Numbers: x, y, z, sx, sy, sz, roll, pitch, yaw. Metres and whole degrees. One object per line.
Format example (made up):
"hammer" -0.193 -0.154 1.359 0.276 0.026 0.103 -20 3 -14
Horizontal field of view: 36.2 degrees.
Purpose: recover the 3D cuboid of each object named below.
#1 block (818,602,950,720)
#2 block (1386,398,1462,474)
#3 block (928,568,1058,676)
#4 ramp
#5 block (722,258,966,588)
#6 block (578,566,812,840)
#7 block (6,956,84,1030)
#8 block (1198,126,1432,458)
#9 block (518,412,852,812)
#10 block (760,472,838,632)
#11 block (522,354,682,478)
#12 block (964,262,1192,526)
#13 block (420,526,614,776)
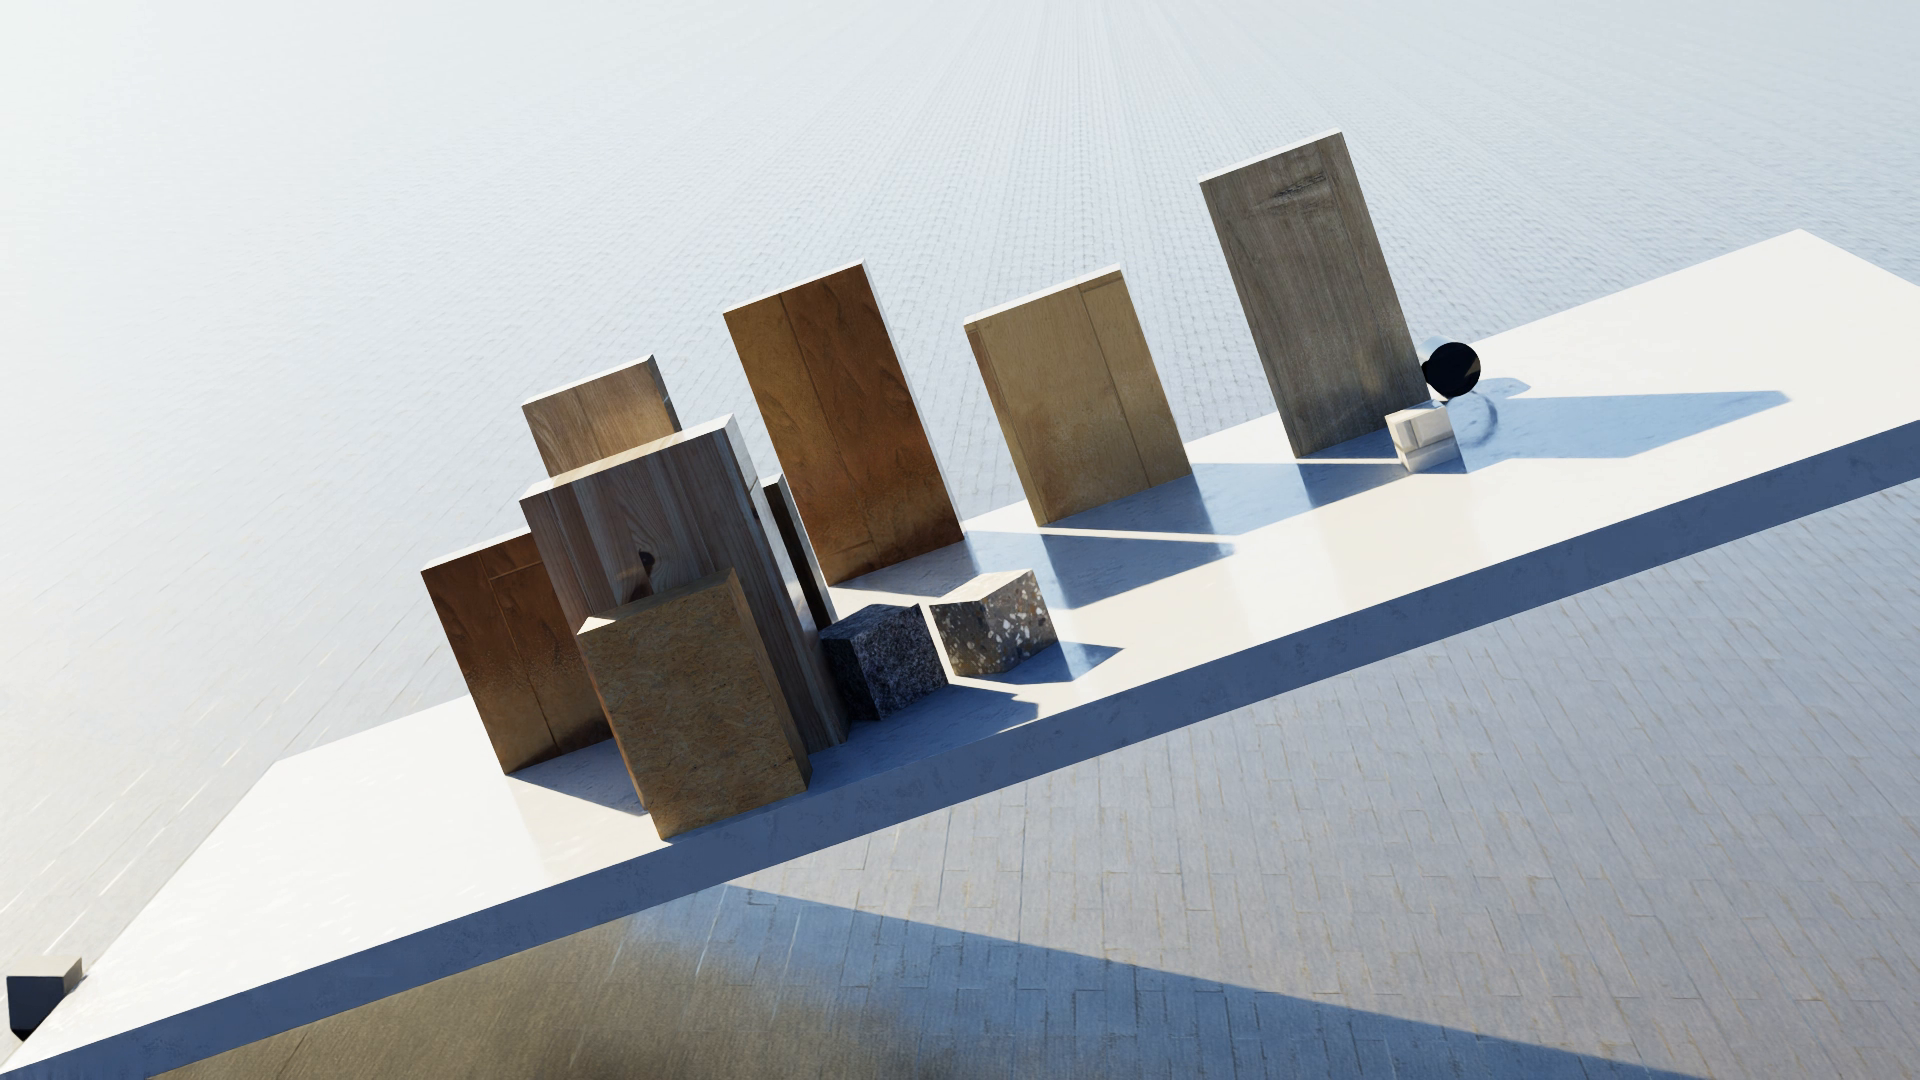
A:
"block" -0.165 0.239 5.798 0.174 0.174 0.174 -28 13 -32
"block" 0.963 -0.217 6.117 0.110 0.110 0.110 -20 11 2
"block" 0.066 0.163 5.799 0.154 0.154 0.154 -29 14 -38
"ramp" 0.115 0.177 6.298 4.000 0.100 2.000 -19 11 6
"block" -0.273 -0.280 7.061 0.353 0.708 0.103 -19 11 6
"block" -0.486 0.302 5.442 0.290 0.418 0.128 -19 11 6
"block" -1.877 0.930 6.041 0.117 0.117 0.117 0 13 2
"block" 0.797 -0.552 6.581 0.330 0.659 0.117 -19 11 6
"block" -0.523 0.140 5.672 0.419 0.652 0.149 -19 11 6
"block" -0.485 0.151 6.051 0.421 0.457 0.101 -19 11 6
"block" -0.631 0.025 6.095 0.277 0.771 0.090 -19 11 6
"block" 0.277 -0.339 6.883 0.385 0.508 0.122 -19 11 6
"block" -0.940 0.232 6.398 0.287 0.486 0.101 -19 11 6
